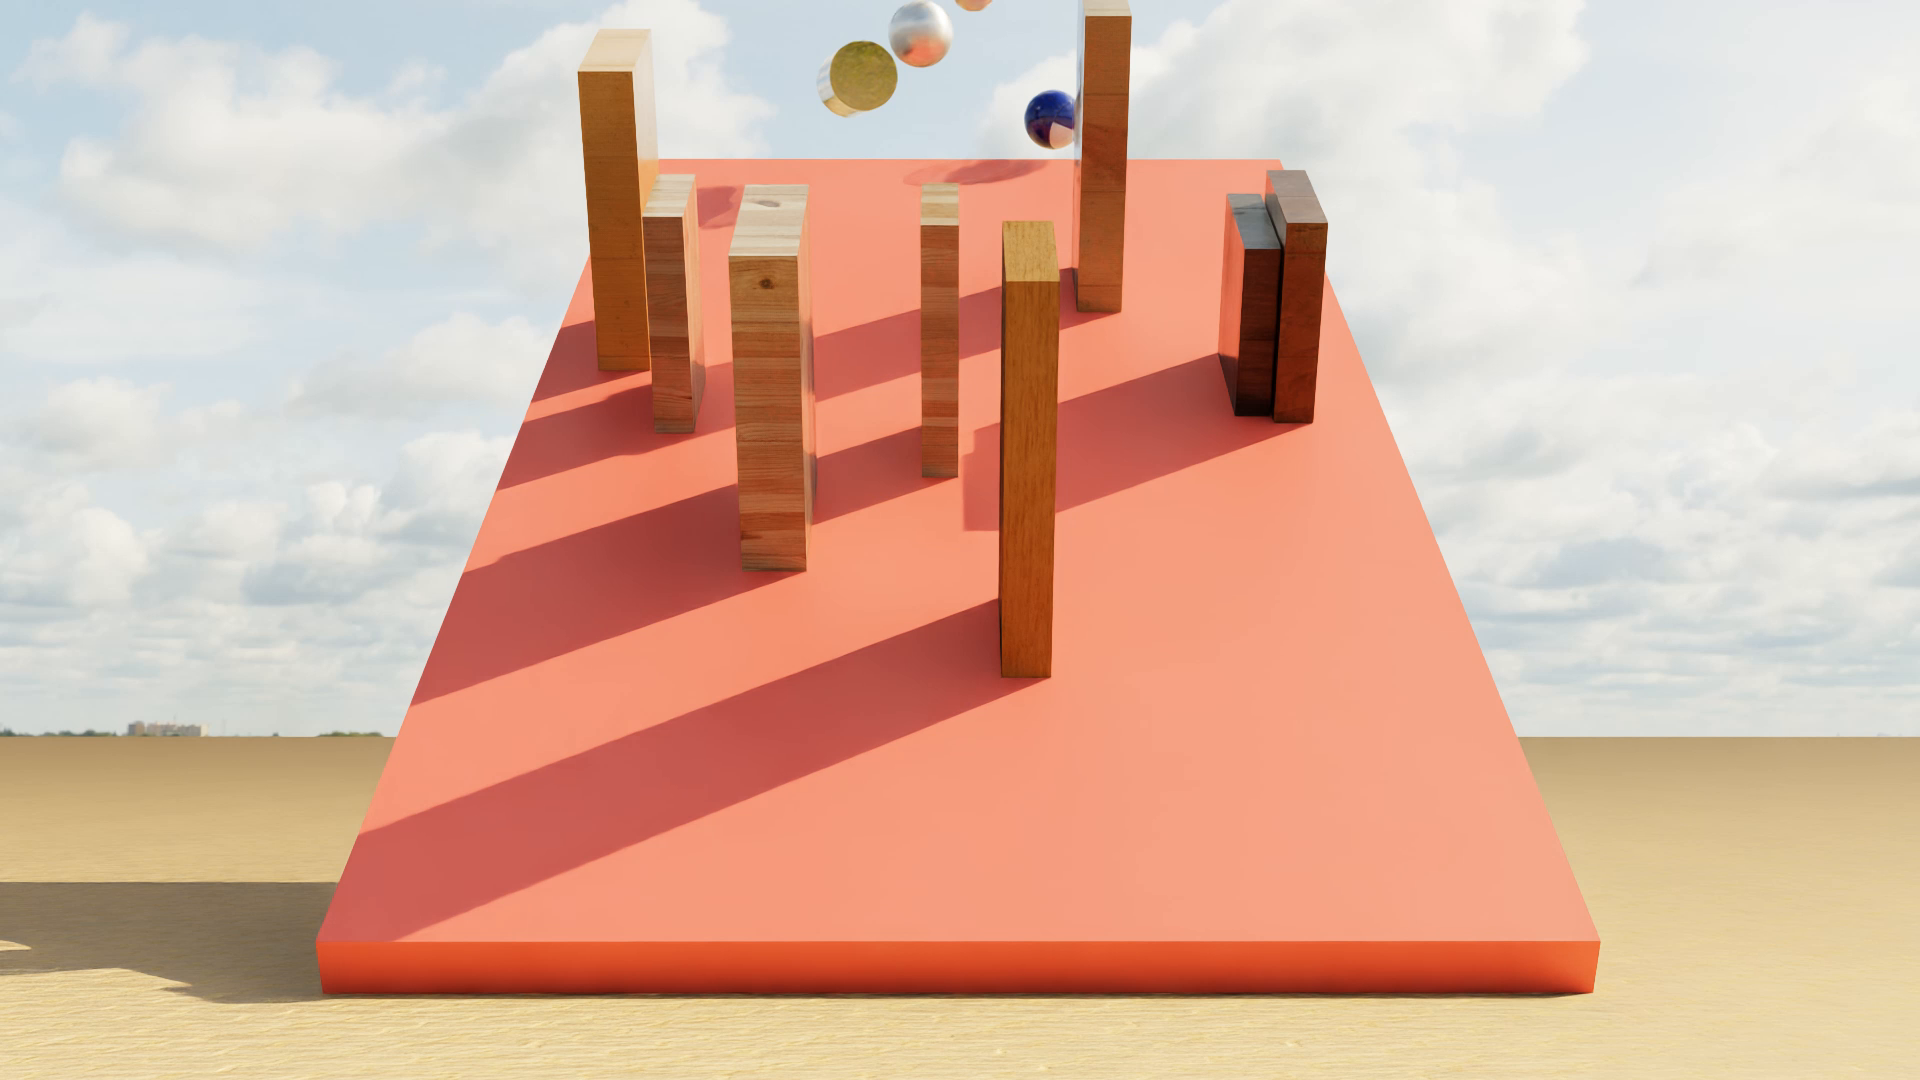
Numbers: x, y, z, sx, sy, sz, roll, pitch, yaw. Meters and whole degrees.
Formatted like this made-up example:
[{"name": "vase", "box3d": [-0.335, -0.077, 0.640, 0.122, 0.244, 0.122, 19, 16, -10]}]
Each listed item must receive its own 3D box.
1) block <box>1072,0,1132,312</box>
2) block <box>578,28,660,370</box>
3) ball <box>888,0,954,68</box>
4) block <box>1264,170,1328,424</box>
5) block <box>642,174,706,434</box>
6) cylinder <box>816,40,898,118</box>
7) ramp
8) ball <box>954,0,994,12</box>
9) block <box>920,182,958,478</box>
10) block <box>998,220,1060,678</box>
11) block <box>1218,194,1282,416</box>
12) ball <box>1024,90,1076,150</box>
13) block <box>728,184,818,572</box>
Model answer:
[{"name": "block", "box3d": [0.360, -1.008, 6.079, 0.114, 0.769, 0.342, 0, 27, 0]}, {"name": "block", "box3d": [-0.814, -0.827, 5.746, 0.126, 0.739, 0.381, 0, 27, 0]}, {"name": "ball", "box3d": [-0.116, -1.504, 7.029, 0.197, 0.197, 0.197, 0, -5, 0]}, {"name": "block", "box3d": [0.770, -0.572, 5.529, 0.092, 0.486, 0.381, 0, 27, 0]}, {"name": "block", "box3d": [-0.653, -0.543, 5.427, 0.089, 0.518, 0.301, 0, 27, 0]}, {"name": "cylinder", "box3d": [-0.303, -1.351, 6.942, 0.202, 0.202, 0.202, 1, 4, -14]}, {"name": "ramp", "box3d": [-0.010, -0.227, 5.490, 2.000, 0.100, 4.000, 0, 27, 0]}, {"name": "ball", "box3d": [0.041, -1.687, 7.228, 0.143, 0.143, 0.143, 0, -5, 0]}, {"name": "block", "box3d": [-0.044, -0.462, 5.197, 0.080, 0.581, 0.285, 0, 27, 0]}, {"name": "block", "box3d": [0.124, -0.165, 4.380, 0.093, 0.784, 0.318, 0, 27, 0]}, {"name": "block", "box3d": [0.680, -0.559, 5.587, 0.082, 0.410, 0.393, 0, 27, 0]}, {"name": "ball", "box3d": [0.285, -1.284, 7.222, 0.181, 0.181, 0.181, 0, -5, 0]}, {"name": "block", "box3d": [-0.376, -0.335, 4.838, 0.131, 0.675, 0.430, 0, 27, 0]}]
